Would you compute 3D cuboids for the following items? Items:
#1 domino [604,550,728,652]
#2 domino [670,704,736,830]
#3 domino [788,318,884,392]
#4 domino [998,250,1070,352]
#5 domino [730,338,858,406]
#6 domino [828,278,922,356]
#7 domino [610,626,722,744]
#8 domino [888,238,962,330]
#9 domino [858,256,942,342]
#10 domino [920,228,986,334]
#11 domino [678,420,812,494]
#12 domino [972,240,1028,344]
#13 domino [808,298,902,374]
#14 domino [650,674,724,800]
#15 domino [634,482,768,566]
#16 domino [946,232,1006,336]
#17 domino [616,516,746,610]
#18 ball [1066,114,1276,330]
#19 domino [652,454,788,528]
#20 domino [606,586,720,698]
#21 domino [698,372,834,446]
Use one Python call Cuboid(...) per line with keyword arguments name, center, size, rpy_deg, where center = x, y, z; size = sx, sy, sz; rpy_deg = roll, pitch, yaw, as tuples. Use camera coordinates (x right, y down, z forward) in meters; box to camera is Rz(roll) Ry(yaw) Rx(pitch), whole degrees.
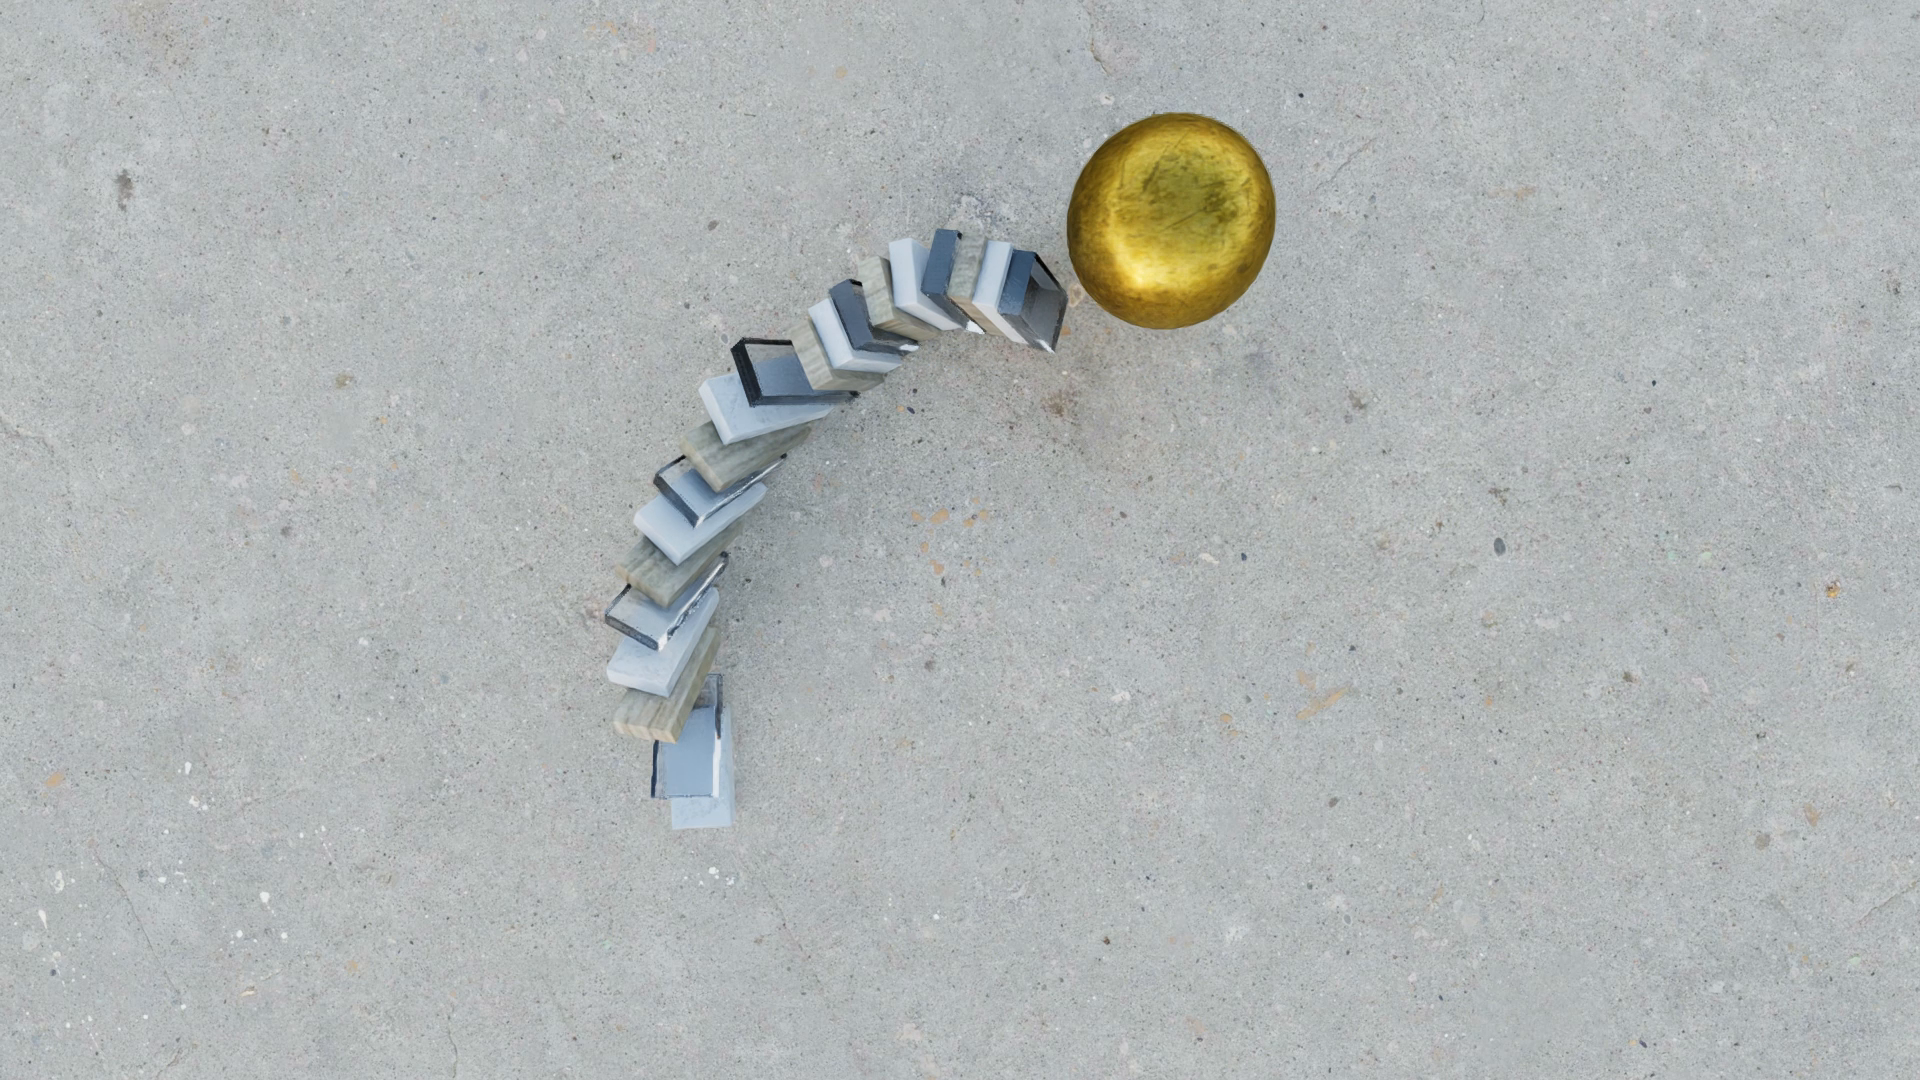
Cuboid(name="domino", center=(-0.121, 0.020, 0.381), size=(0.025, 0.010, 0.050), rpy_deg=(28, 53, 3))
Cuboid(name="domino", center=(-0.112, 0.098, 0.395), size=(0.025, 0.010, 0.050), rpy_deg=(-3, 90, 0))
Cuboid(name="domino", center=(-0.050, -0.075, 0.375), size=(0.010, 0.050, 0.025), rpy_deg=(-23, 90, 21))
Cuboid(name="domino", center=(0.031, -0.097, 0.375), size=(0.009, 0.050, 0.025), rpy_deg=(15, 90, 22))
Cuboid(name="domino", center=(-0.067, -0.069, 0.376), size=(0.010, 0.050, 0.025), rpy_deg=(-28, 79, 41))
Cuboid(name="domino", center=(-0.034, -0.090, 0.375), size=(0.009, 0.050, 0.025), rpy_deg=(-22, 90, 21))
Cuboid(name="domino", center=(-0.120, 0.057, 0.379), size=(0.025, 0.009, 0.050), rpy_deg=(8, 50, 9))
Cuboid(name="domino", center=(-0.013, -0.103, 0.375), size=(0.009, 0.050, 0.025), rpy_deg=(-5, 90, 21))
Cuboid(name="domino", center=(-0.024, -0.098, 0.375), size=(0.009, 0.050, 0.025), rpy_deg=(-13, 90, 21))
Cuboid(name="domino", center=(0.001, -0.105, 0.375), size=(0.010, 0.050, 0.025), rpy_deg=(15, 90, 22))
Cuboid(name="domino", center=(-0.089, -0.042, 0.381), size=(0.025, 0.009, 0.050), rpy_deg=(50, 51, 0))
Cuboid(name="domino", center=(0.021, -0.100, 0.375), size=(0.009, 0.050, 0.025), rpy_deg=(15, 90, 22))
Cuboid(name="domino", center=(-0.042, -0.083, 0.375), size=(0.009, 0.050, 0.025), rpy_deg=(-23, 90, 21))
Cuboid(name="domino", center=(-0.114, 0.082, 0.383), size=(0.025, 0.010, 0.050), rpy_deg=(-2, 73, 0))
Cuboid(name="domino", center=(-0.107, -0.015, 0.381), size=(0.025, 0.010, 0.050), rpy_deg=(45, 54, 0))
Cuboid(name="domino", center=(0.011, -0.103, 0.375), size=(0.010, 0.050, 0.025), rpy_deg=(15, 90, 22))
Cuboid(name="domino", center=(-0.115, 0.003, 0.381), size=(0.025, 0.010, 0.050), rpy_deg=(35, 53, 1))
Cuboid(name="ball", center=(0.082, -0.124, 0.360), size=(0.080, 0.080, 0.080), rpy_deg=(0, 90, 0))
Cuboid(name="domino", center=(-0.099, -0.030, 0.381), size=(0.025, 0.010, 0.050), rpy_deg=(47, 53, 0))
Cuboid(name="domino", center=(-0.122, 0.039, 0.380), size=(0.025, 0.010, 0.050), rpy_deg=(15, 51, 3))
Cuboid(name="domino", center=(-0.080, -0.059, 0.380), size=(0.050, 0.009, 0.025), rpy_deg=(-24, 87, -38))
